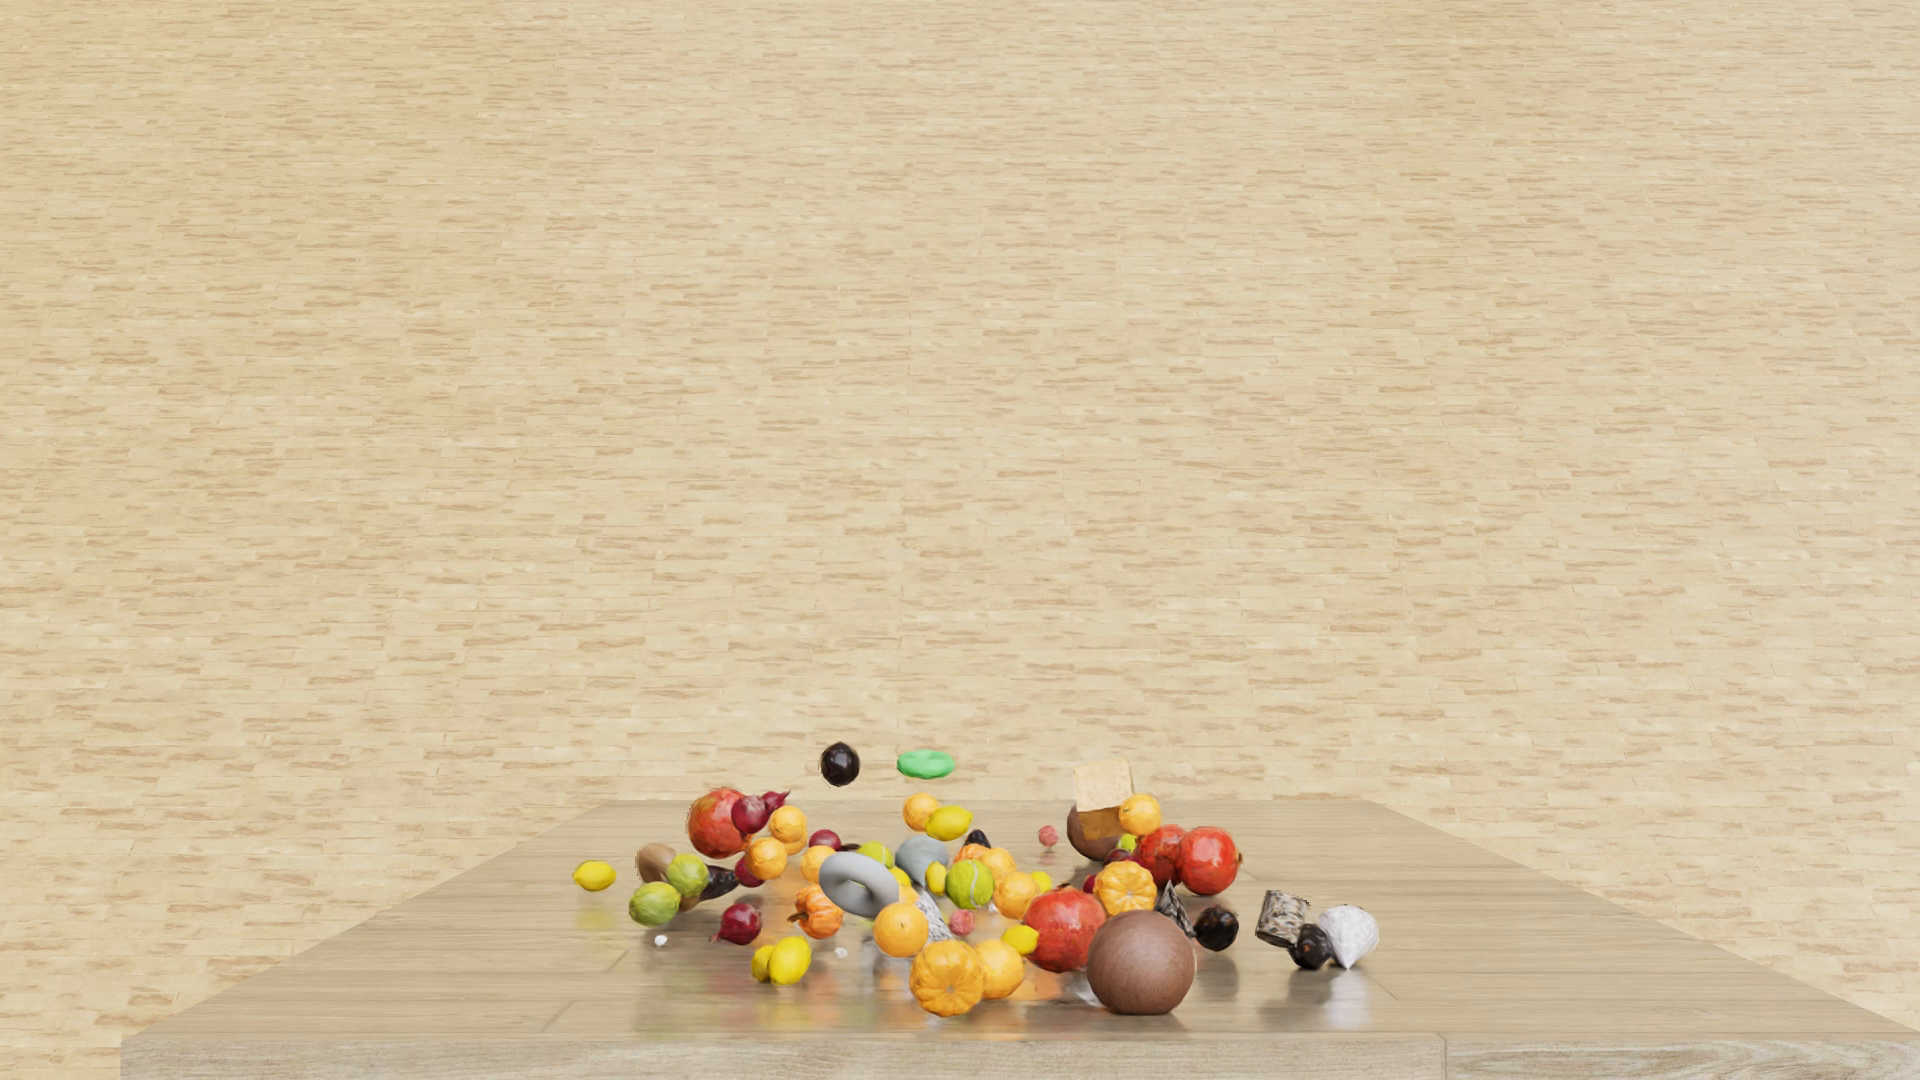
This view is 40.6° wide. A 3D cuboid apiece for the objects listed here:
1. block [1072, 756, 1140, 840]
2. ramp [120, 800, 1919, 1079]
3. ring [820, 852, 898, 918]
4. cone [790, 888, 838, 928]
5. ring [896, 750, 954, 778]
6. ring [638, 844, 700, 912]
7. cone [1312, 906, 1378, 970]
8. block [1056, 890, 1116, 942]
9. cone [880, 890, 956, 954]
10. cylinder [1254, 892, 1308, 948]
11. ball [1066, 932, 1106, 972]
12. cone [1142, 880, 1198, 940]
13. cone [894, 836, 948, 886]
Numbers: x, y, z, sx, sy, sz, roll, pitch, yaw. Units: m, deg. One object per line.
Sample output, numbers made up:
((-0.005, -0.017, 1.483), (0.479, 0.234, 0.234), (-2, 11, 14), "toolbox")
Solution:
((0.252, 0.445, 4.477), (0.095, 0.095, 0.095), (-10, 52, 5), "block")
((0.078, 0.668, 4.850), (2.000, 0.100, 4.000), (0, -2, 0), "ramp")
((-0.134, 0.455, 3.434), (0.113, 0.113, 0.038), (12, 48, 17), "ring")
((-0.233, 0.572, 3.940), (0.066, 0.066, 0.066), (-30, 30, 20), "cone")
((-0.051, 0.333, 3.854), (0.087, 0.029, 0.087), (1, 8, 0), "ring")
((-0.464, 0.538, 4.145), (0.125, 0.125, 0.042), (27, 50, 33), "ring")
((0.519, 0.552, 3.491), (0.087, 0.087, 0.087), (3, 25, 5), "cone")
((0.173, 0.528, 3.607), (0.055, 0.055, 0.055), (-31, -6, 12), "block")
((-0.070, 0.555, 3.628), (0.096, 0.096, 0.096), (-27, 41, -11), "cone")
((0.421, 0.498, 3.405), (0.057, 0.057, 0.057), (14, 70, 19), "cylinder")
((0.167, 0.544, 3.427), (0.052, 0.052, 0.052), (0, 35, 0), "ball")
((0.309, 0.541, 3.827), (0.084, 0.084, 0.084), (0, -2, 0), "cone")
((-0.066, 0.588, 4.593), (0.096, 0.096, 0.096), (-1, 25, -2), "cone")
